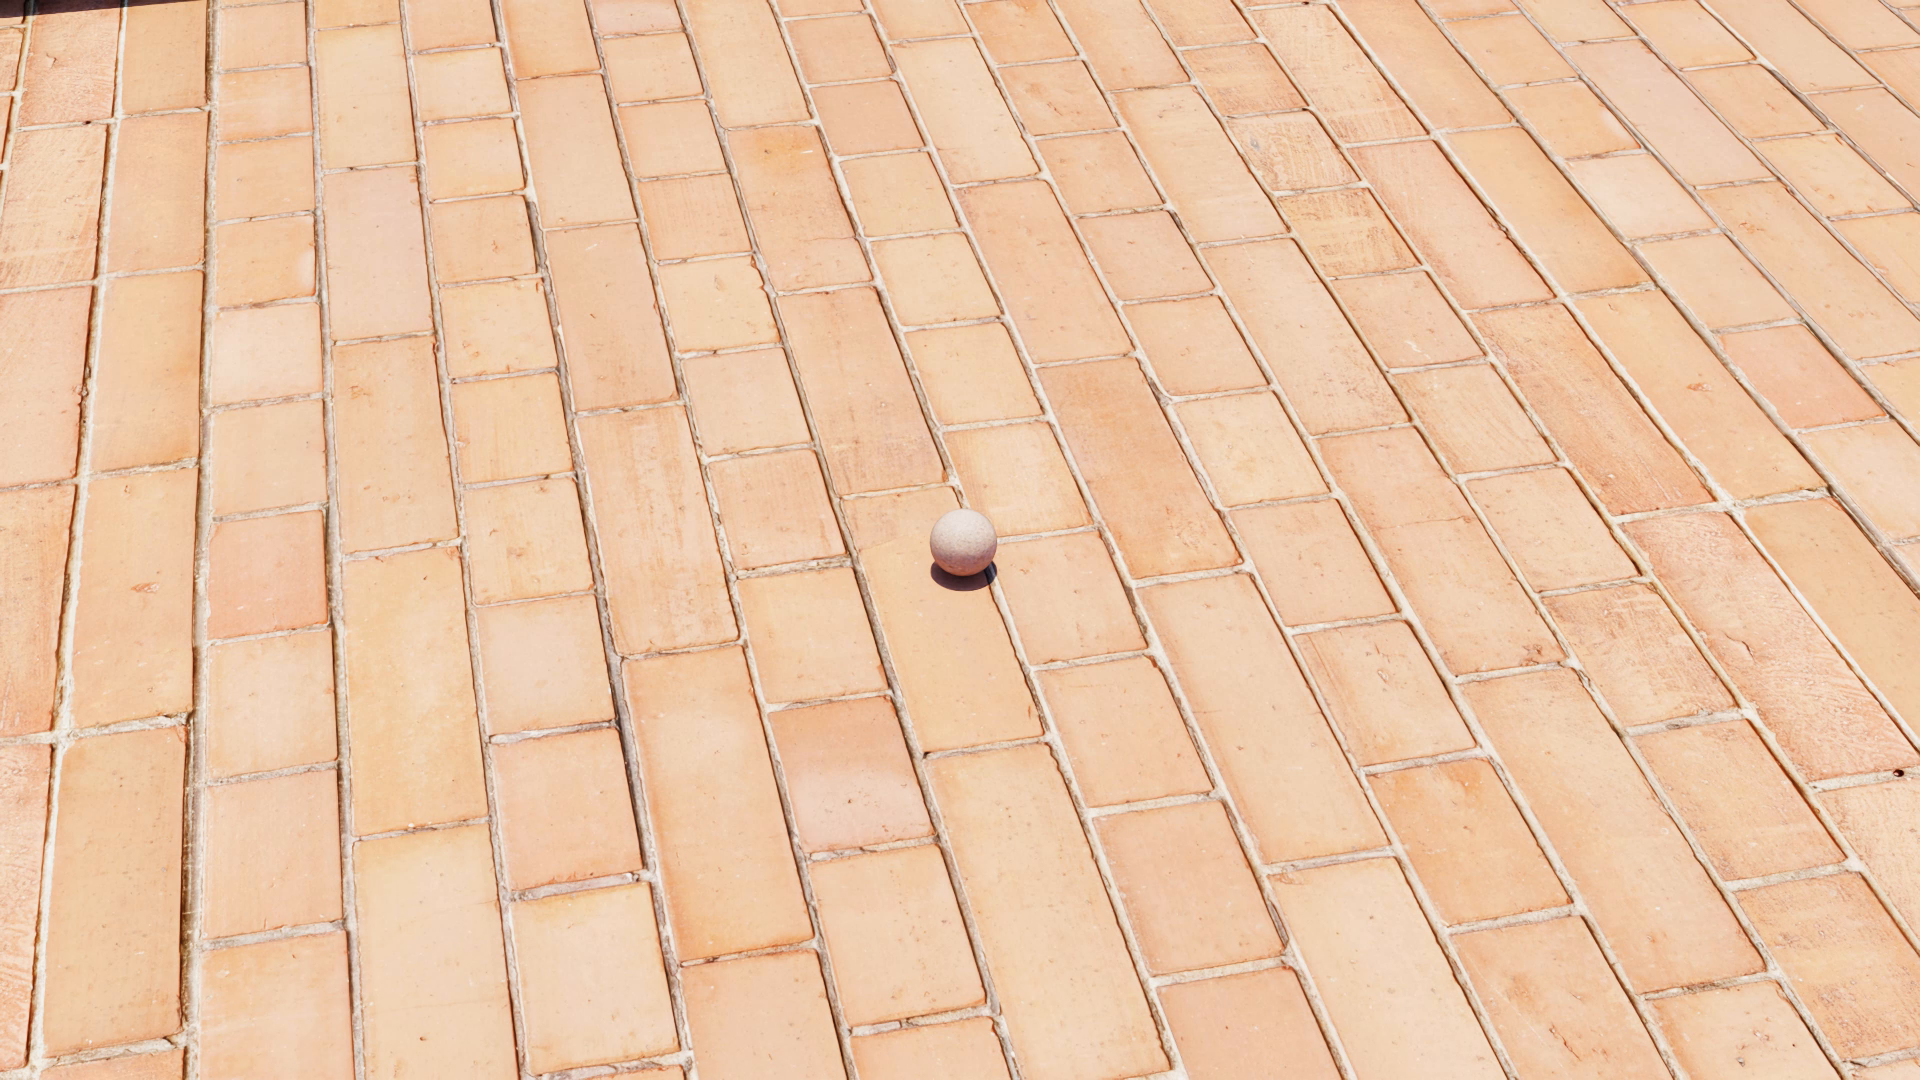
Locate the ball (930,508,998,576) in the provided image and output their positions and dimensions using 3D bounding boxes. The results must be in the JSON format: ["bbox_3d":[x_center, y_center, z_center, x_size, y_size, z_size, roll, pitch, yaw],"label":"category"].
[{"bbox_3d":[0.002,0.001,1.531,0.041,0.041,0.041,0,37,0],"label":"ball"}]
